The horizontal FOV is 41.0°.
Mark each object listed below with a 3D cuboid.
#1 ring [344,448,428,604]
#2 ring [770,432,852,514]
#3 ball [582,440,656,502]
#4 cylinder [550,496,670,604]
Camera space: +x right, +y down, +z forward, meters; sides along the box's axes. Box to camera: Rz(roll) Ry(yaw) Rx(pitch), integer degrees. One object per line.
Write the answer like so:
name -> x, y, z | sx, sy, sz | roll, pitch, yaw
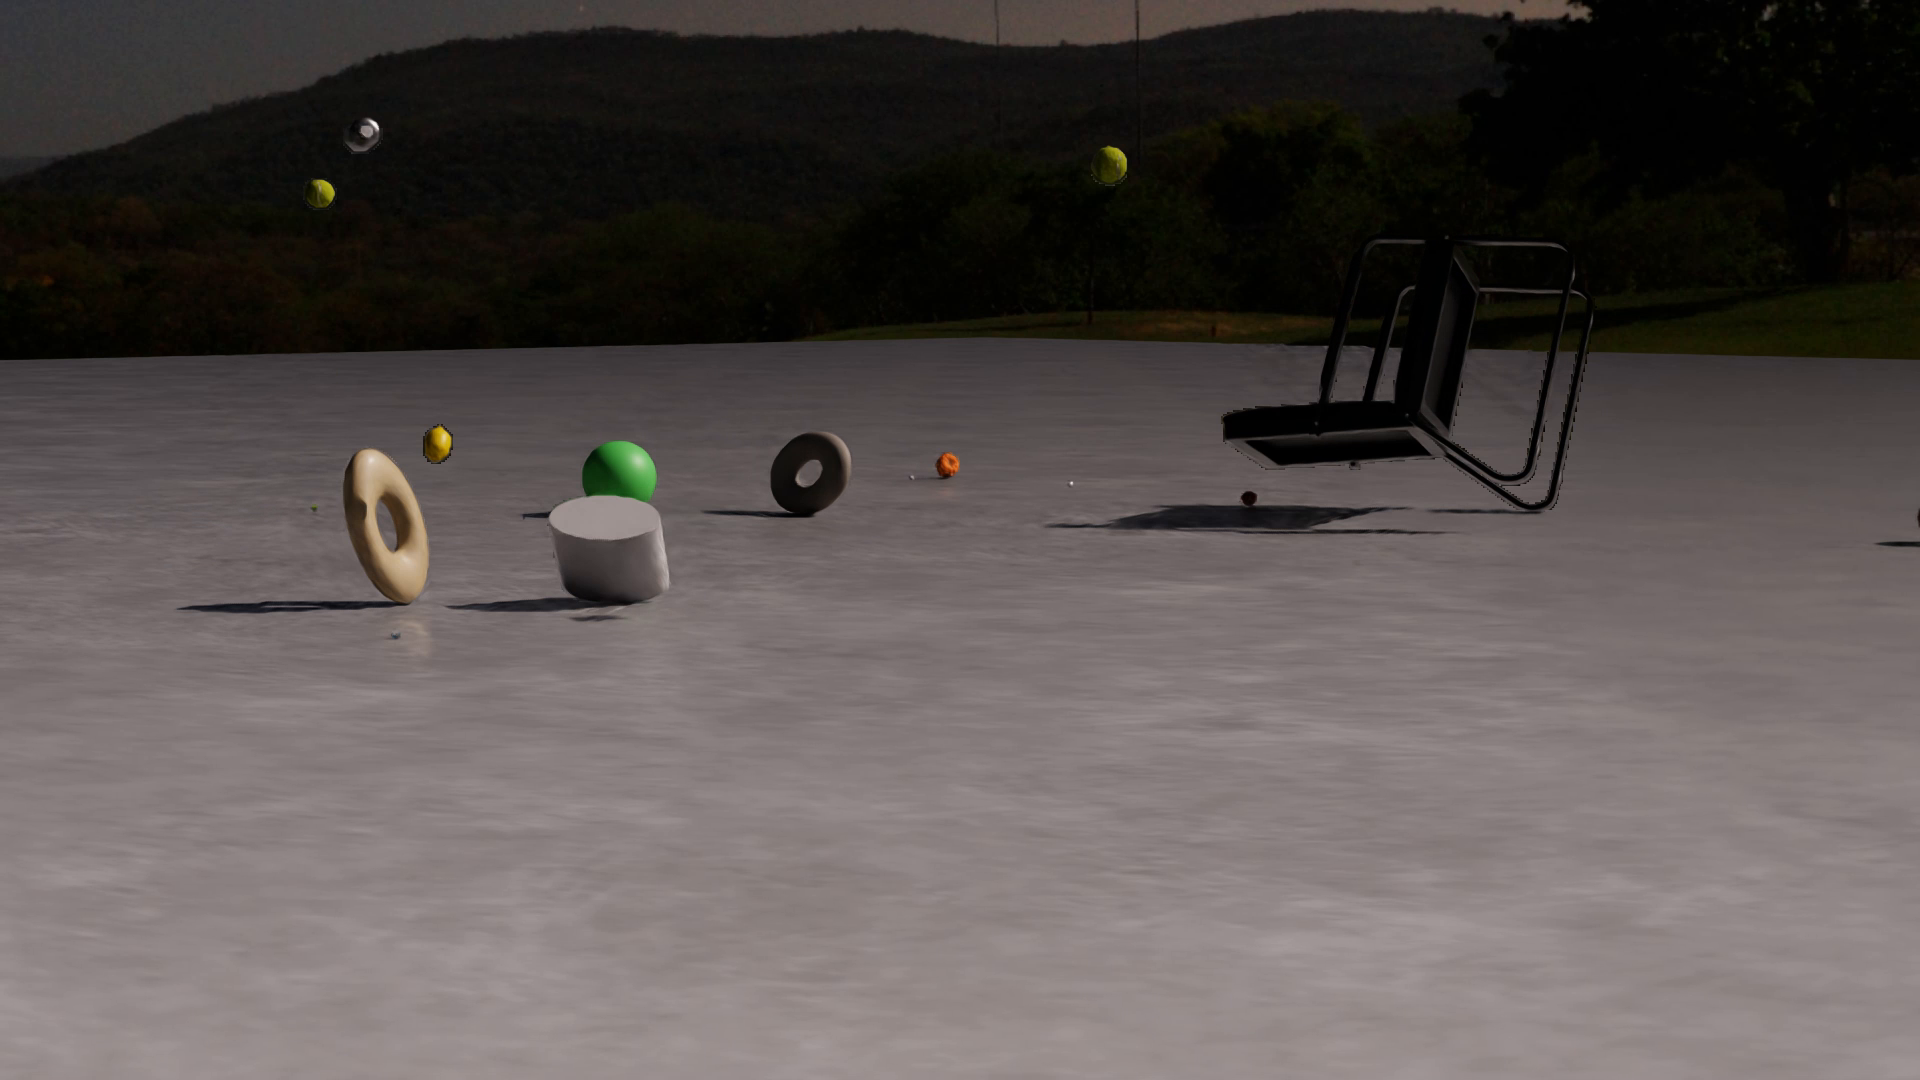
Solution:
ring -> -1.146, -0.028, 5.126 | 0.056, 0.322, 0.181 | -8, 12, 35
ring -> -0.414, -0.186, 7.104 | 0.279, 0.228, 0.062 | -21, -18, 31
ball -> -0.940, -0.172, 7.080 | 0.205, 0.205, 0.205 | 0, 6, 0
cylinder -> -0.702, 0.020, 5.152 | 0.223, 0.179, 0.127 | 2, 44, 5
